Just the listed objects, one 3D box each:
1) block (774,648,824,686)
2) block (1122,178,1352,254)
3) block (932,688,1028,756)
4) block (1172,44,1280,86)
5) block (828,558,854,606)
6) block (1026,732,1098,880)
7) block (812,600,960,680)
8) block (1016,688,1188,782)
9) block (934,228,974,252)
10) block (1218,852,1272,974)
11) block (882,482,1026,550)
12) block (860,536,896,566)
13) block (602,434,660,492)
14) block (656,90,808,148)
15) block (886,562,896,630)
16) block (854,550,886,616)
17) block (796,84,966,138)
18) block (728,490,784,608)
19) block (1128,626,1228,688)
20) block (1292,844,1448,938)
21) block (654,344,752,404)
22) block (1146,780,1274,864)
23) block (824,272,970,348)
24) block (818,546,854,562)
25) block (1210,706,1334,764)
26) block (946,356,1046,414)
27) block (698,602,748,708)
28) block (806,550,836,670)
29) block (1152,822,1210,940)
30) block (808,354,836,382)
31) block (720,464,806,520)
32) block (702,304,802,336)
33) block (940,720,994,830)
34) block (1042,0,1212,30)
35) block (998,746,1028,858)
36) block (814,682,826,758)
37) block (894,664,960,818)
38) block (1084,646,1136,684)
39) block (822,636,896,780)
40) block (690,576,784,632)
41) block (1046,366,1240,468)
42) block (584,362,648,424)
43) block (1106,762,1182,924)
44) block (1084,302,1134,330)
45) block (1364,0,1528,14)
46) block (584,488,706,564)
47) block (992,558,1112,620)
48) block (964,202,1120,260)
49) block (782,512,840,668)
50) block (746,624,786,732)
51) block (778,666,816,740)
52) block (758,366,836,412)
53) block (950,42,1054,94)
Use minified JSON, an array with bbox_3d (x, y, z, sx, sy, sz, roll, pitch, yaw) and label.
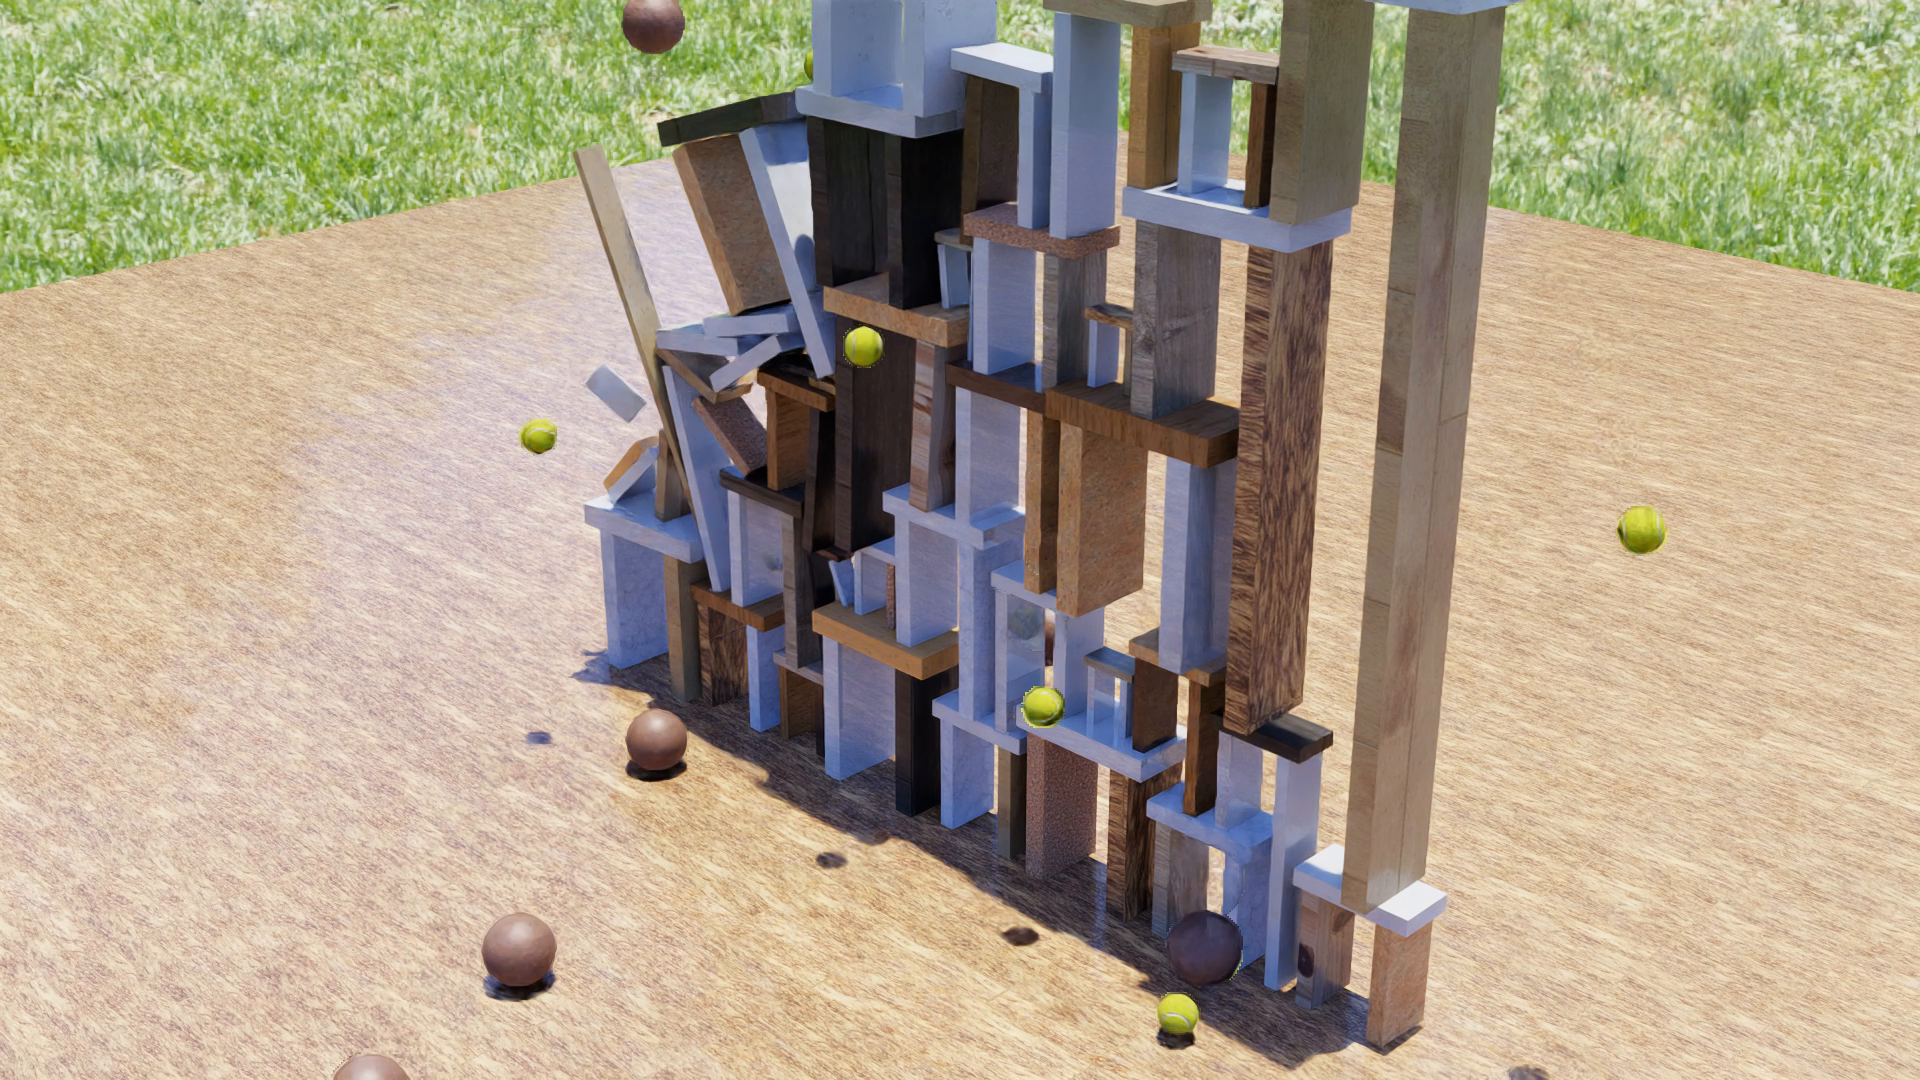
[{"bbox_3d":[-0.308,0.262,4.671,0.172,0.024,0.086,21,31,41],"label":"block"},{"bbox_3d":[0.441,-0.530,3.529,0.333,0.047,0.166,20,30,39],"label":"block"},{"bbox_3d":[0.071,0.346,4.295,0.118,0.034,0.237,-21,31,-40],"label":"block"},{"bbox_3d":[0.439,-0.744,3.440,0.193,0.027,0.097,18,28,37],"label":"block"},{"bbox_3d":[-0.233,0.082,4.509,0.049,0.097,0.014,-22,5,-41],"label":"block"},{"bbox_3d":[0.197,0.485,4.222,0.044,0.309,0.154,21,31,41],"label":"block"},{"bbox_3d":[-0.131,0.187,4.439,0.321,0.046,0.161,21,31,41],"label":"block"},{"bbox_3d":[0.269,0.352,4.086,0.309,0.044,0.154,21,31,41],"label":"block"},{"bbox_3d":[0.016,-0.541,3.982,0.117,0.017,0.058,22,27,35],"label":"block"},{"bbox_3d":[0.519,0.646,3.934,0.034,0.237,0.118,21,31,41],"label":"block"},{"bbox_3d":[-0.005,-0.056,4.204,0.136,0.039,0.273,-21,31,-40],"label":"block"},{"bbox_3d":[-0.147,0.014,4.396,0.071,0.020,0.142,-22,31,-40],"label":"block"},{"bbox_3d":[-0.712,-0.175,4.933,0.109,0.031,0.219,-20,-12,-35],"label":"block"},{"bbox_3d":[-0.425,-0.836,4.345,0.176,0.050,0.353,-19,13,-39],"label":"block"},{"bbox_3d":[-0.114,0.102,4.399,0.020,0.142,0.071,22,32,40],"label":"block"},{"bbox_3d":[-0.181,0.075,4.460,0.071,0.142,0.020,-21,32,-40],"label":"block"},{"bbox_3d":[-0.135,-0.796,4.029,0.160,0.045,0.320,-22,31,-40],"label":"block"},{"bbox_3d":[-0.430,0.001,4.700,0.037,0.261,0.131,22,31,40],"label":"block"},{"bbox_3d":[0.397,0.203,3.873,0.092,0.026,0.184,-21,31,-40],"label":"block"},{"bbox_3d":[0.694,0.592,3.729,0.232,0.033,0.116,21,31,41],"label":"block"},{"bbox_3d":[-0.544,-0.367,4.656,0.102,0.029,0.203,-22,53,-43],"label":"block"},{"bbox_3d":[0.463,0.500,3.933,0.237,0.034,0.118,21,31,41],"label":"block"},{"bbox_3d":[-0.081,-0.438,4.126,0.168,0.048,0.337,-22,31,-40],"label":"block"},{"bbox_3d":[-0.266,0.018,4.518,0.097,0.014,0.049,24,33,39],"label":"block"},{"bbox_3d":[0.536,0.325,3.780,0.191,0.027,0.095,21,31,41],"label":"block"},{"bbox_3d":[0.115,-0.287,3.974,0.265,0.037,0.132,21,31,40],"label":"block"},{"bbox_3d":[-0.518,0.236,4.887,0.035,0.248,0.124,21,31,40],"label":"block"},{"bbox_3d":[-0.281,0.140,4.586,0.049,0.268,0.014,-22,23,-41],"label":"block"},{"bbox_3d":[0.407,0.603,4.037,0.034,0.237,0.118,21,31,41],"label":"block"},{"bbox_3d":[-0.233,-0.337,4.327,0.066,0.019,0.132,-17,43,-38],"label":"block"},{"bbox_3d":[-0.368,-0.112,4.586,0.130,0.037,0.261,-21,31,-41],"label":"block"},{"bbox_3d":[-0.383,-0.446,4.437,0.135,0.038,0.269,-20,16,-41],"label":"block"},{"bbox_3d":[0.015,0.449,4.399,0.034,0.237,0.118,21,31,41],"label":"block"},{"bbox_3d":[0.269,-0.869,3.559,0.129,0.037,0.258,-19,29,-37],"label":"block"},{"bbox_3d":[0.127,0.493,4.296,0.118,0.237,0.034,-21,31,-41],"label":"block"},{"bbox_3d":[-0.267,0.369,4.672,0.086,0.172,0.024,-21,31,-41],"label":"block"},{"bbox_3d":[-0.057,0.385,4.442,0.161,0.321,0.046,-21,32,-41],"label":"block"},{"bbox_3d":[0.288,0.227,4.005,0.116,0.016,0.058,21,31,41],"label":"block"},{"bbox_3d":[-0.208,0.326,4.581,0.161,0.321,0.046,-21,31,-41],"label":"block"},{"bbox_3d":[-0.460,0.129,4.778,0.248,0.035,0.124,21,31,40],"label":"block"},{"bbox_3d":[0.340,-0.214,3.762,0.359,0.051,0.180,21,31,41],"label":"block"},{"bbox_3d":[-0.765,-0.328,4.894,0.131,0.066,0.019,43,13,-8],"label":"block"},{"bbox_3d":[0.342,0.542,4.088,0.044,0.309,0.154,21,31,41],"label":"block"},{"bbox_3d":[0.278,-0.382,3.763,0.060,0.017,0.121,-21,31,-40],"label":"block"},{"bbox_3d":[0.628,-0.818,3.189,0.349,0.049,0.175,21,31,40],"label":"block"},{"bbox_3d":[-0.657,-0.041,4.903,0.348,0.049,0.174,19,29,37],"label":"block"},{"bbox_3d":[0.170,0.087,4.075,0.211,0.030,0.105,22,31,40],"label":"block"},{"bbox_3d":[0.142,-0.542,3.841,0.250,0.035,0.125,19,29,37],"label":"block"},{"bbox_3d":[-0.308,0.088,4.605,0.037,0.347,0.130,21,31,41],"label":"block"},{"bbox_3d":[-0.401,0.282,4.780,0.124,0.247,0.035,-21,31,-41],"label":"block"},{"bbox_3d":[-0.348,0.337,4.746,0.086,0.172,0.024,-21,31,-41],"label":"block"},{"bbox_3d":[-0.296,-0.311,4.417,0.108,0.031,0.216,-20,31,-39],"label":"block"},{"bbox_3d":[0.104,-0.812,3.778,0.118,0.033,0.236,-17,30,-37],"label":"block"}]
